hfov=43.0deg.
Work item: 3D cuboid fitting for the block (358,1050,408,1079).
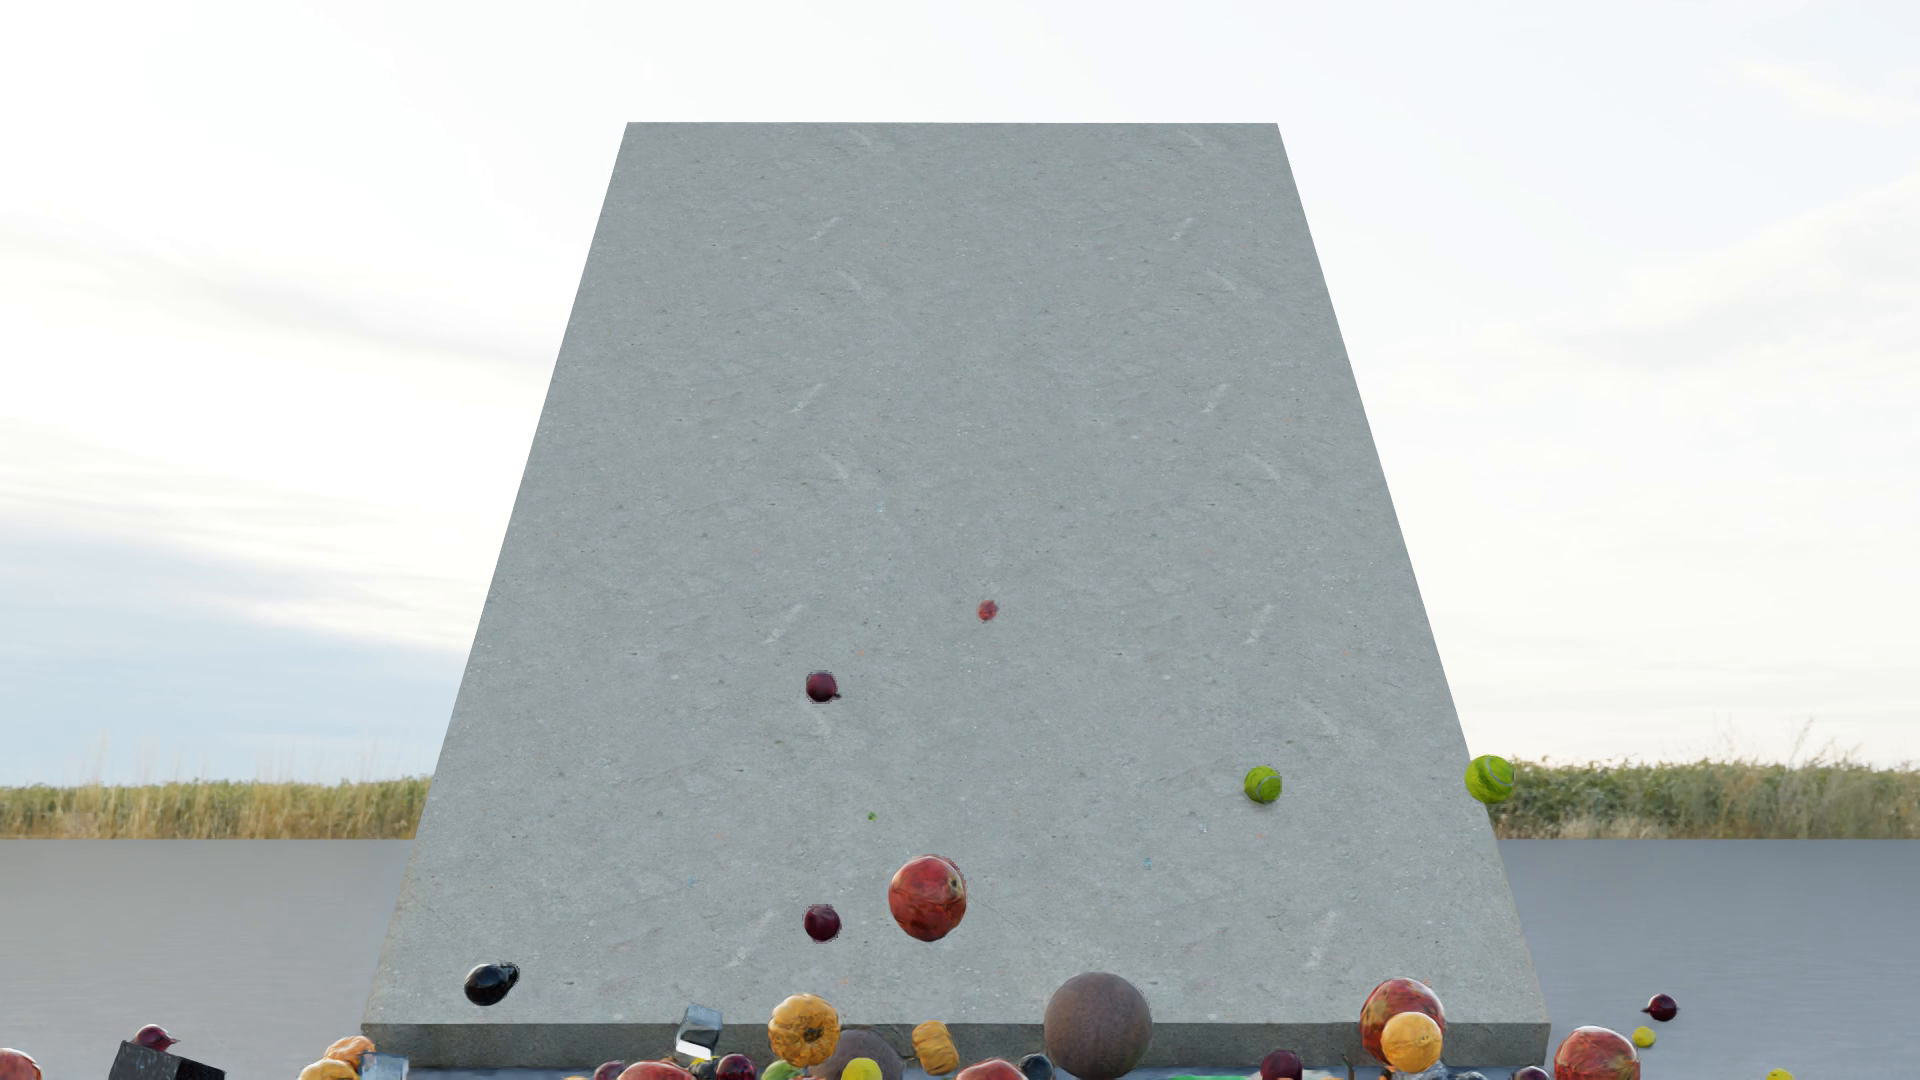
[{"bbox_3d":[-0.830,0.771,3.505,0.061,0.061,0.061,7,-21,-4],"label":"block"}]

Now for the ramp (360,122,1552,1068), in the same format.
[{"bbox_3d":[-0.015,-0.195,5.825,2.000,0.100,4.000,0,32,0],"label":"ramp"}]

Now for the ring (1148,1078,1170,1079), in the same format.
[{"bbox_3d":[0.312,0.827,3.682,0.079,0.026,0.079,1,-6,0],"label":"ring"}]

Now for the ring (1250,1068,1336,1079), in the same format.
[{"bbox_3d":[0.493,0.809,3.610,0.136,0.045,0.136,-1,-8,0],"label":"ring"}]

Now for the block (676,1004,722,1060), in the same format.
[{"bbox_3d":[-0.391,0.737,3.659,0.053,0.053,0.053,19,16,-10],"label":"block"}]

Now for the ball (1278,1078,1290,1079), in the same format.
[{"bbox_3d":[0.441,0.764,3.316,0.063,0.063,0.063,0,-7,0],"label":"ball"}]

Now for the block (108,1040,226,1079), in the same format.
[{"bbox_3d":[-1.014,0.702,3.097,0.096,0.096,0.096,9,-19,23],"label":"block"}]

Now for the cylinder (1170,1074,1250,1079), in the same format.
[{"bbox_3d":[0.295,0.677,2.856,0.098,0.098,0.098,12,-13,-41],"label":"cylinder"}]

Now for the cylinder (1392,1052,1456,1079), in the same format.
[{"bbox_3d":[0.639,0.749,3.325,0.075,0.075,0.075,1,13,-12],"label":"cylinder"}]
